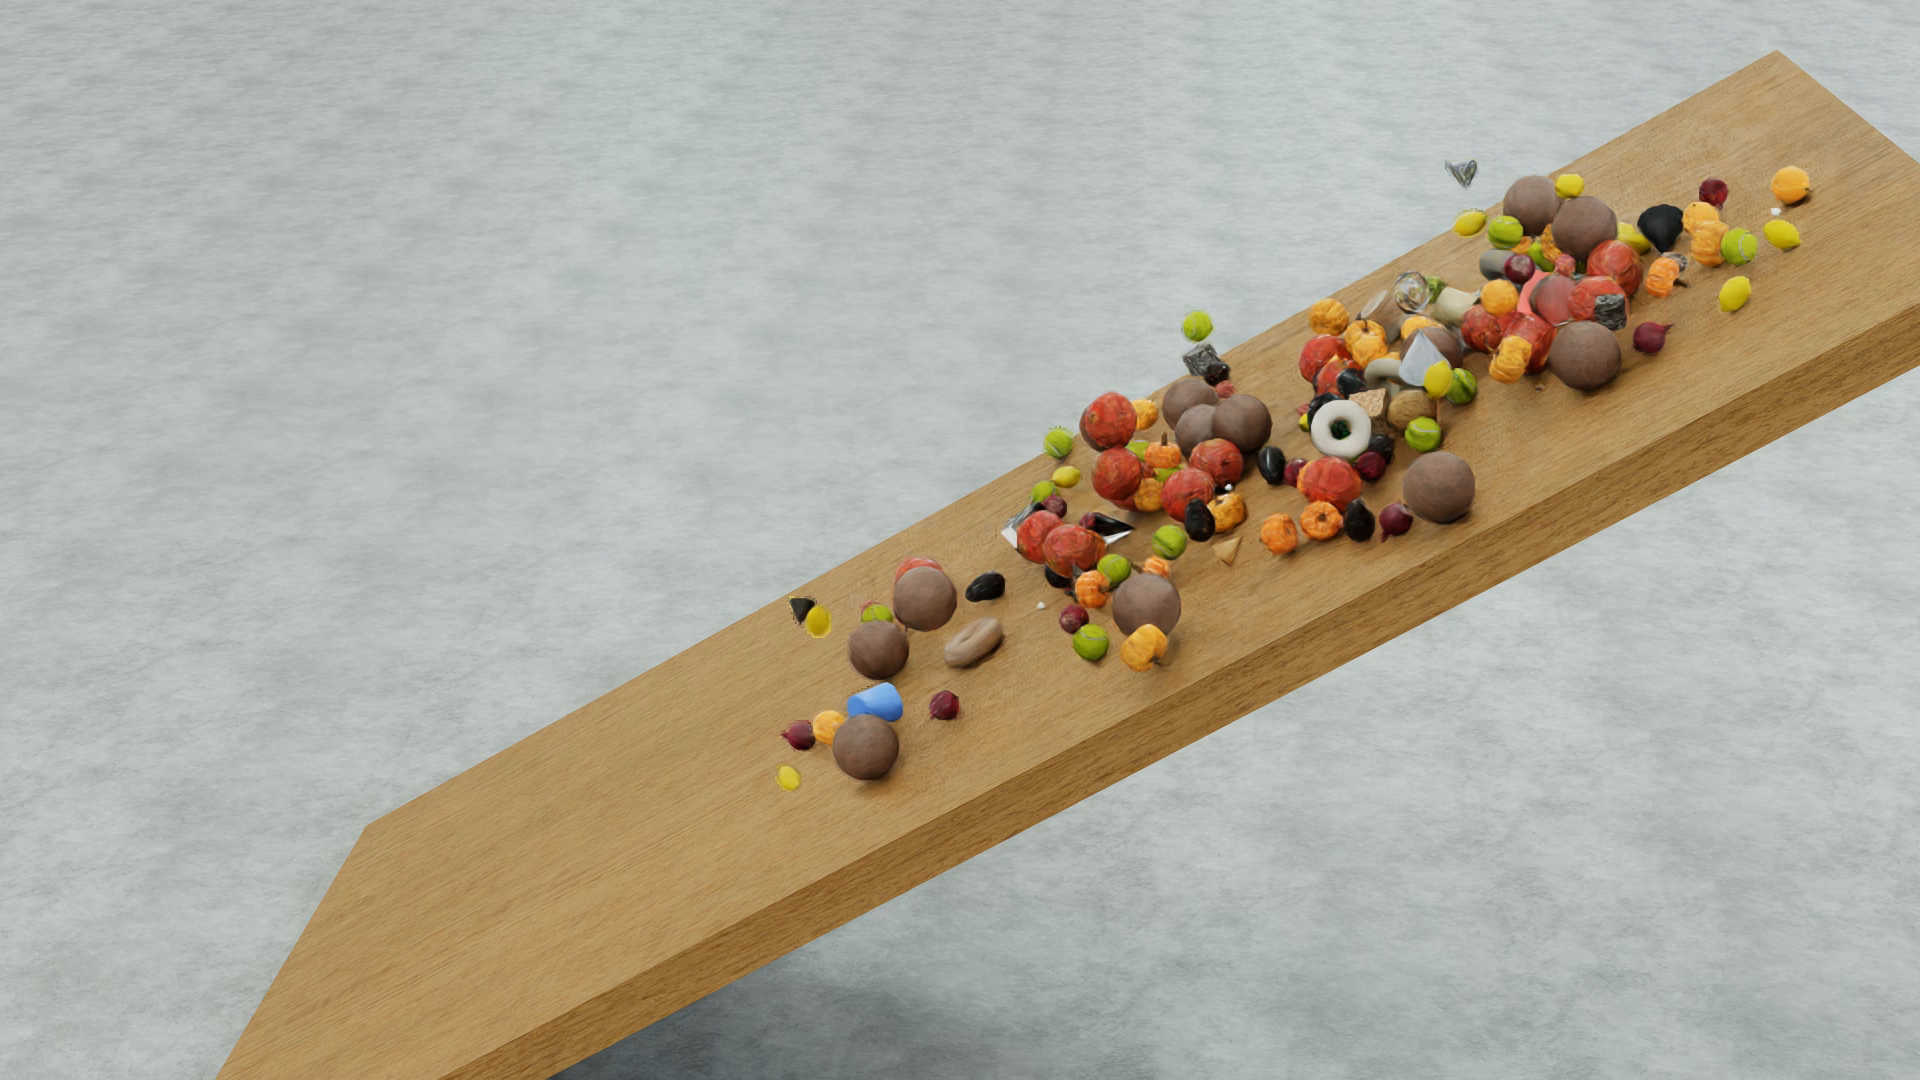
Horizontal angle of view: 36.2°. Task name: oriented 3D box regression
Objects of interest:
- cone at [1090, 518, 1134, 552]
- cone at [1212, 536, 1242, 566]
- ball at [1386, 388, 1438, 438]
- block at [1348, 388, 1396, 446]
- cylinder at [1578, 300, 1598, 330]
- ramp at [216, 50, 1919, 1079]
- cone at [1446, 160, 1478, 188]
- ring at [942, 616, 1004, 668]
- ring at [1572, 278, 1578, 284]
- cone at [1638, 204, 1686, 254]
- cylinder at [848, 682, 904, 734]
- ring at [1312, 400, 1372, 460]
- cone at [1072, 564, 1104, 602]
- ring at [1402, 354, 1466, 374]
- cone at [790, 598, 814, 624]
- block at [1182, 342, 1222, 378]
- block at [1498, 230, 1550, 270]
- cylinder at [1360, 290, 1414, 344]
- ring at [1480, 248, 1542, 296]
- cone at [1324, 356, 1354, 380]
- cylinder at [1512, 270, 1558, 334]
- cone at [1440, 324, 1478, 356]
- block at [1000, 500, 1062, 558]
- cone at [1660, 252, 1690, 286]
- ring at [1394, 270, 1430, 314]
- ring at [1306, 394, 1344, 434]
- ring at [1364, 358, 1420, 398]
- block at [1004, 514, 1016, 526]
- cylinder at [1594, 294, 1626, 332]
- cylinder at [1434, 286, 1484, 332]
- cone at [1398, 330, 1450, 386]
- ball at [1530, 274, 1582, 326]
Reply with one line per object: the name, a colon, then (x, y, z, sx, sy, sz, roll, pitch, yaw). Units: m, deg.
cone: (0.331, -0.022, 6.245, 0.088, 0.088, 0.088, -21, 21, -2)
cone: (0.526, 0.012, 5.674, 0.056, 0.056, 0.056, 40, 17, -15)
ball: (0.882, -0.247, 5.740, 0.098, 0.098, 0.098, 0, 19, 0)
block: (0.817, -0.242, 5.826, 0.076, 0.076, 0.076, -11, 43, 28)
cylinder: (1.232, -0.435, 5.687, 0.055, 0.055, 0.055, 11, 10, 30)
ramp: (0.142, 0.168, 6.286, 4.000, 0.100, 2.000, -29, 15, 12)
cone: (1.061, -0.793, 6.278, 0.061, 0.061, 0.061, 29, 32, 29)
ring: (0.028, 0.212, 6.076, 0.144, 0.048, 0.144, -33, 13, 9)
ring: (1.210, -0.503, 5.946, 0.082, 0.027, 0.082, -24, -7, -3)
cone: (1.416, -0.605, 5.921, 0.098, 0.098, 0.098, 2, 50, 7)
cylinder: (-0.170, 0.336, 5.899, 0.080, 0.080, 0.080, -21, 27, -33)
ring: (0.728, -0.210, 5.615, 0.118, 0.118, 0.039, -2, 5, -5)
cone: (0.247, 0.077, 6.030, 0.070, 0.070, 0.070, -30, 15, 9)
ring: (0.979, -0.361, 6.068, 0.143, 0.048, 0.143, -4, 13, 1)
cone: (-0.377, 0.177, 6.982, 0.061, 0.061, 0.061, 2, 62, 6)
block: (0.579, -0.431, 7.044, 0.058, 0.058, 0.058, -37, 15, -18)
block: (1.203, -0.605, 6.293, 0.074, 0.074, 0.074, -33, 19, 5)
cylinder: (0.932, -0.488, 6.414, 0.084, 0.084, 0.084, 40, 16, -11)
ring: (1.123, -0.542, 5.977, 0.146, 0.049, 0.146, 28, -8, 4)
cone: (0.805, -0.353, 6.189, 0.056, 0.056, 0.056, 21, 15, -12)
cylinder: (1.154, -0.472, 5.829, 0.093, 0.093, 0.093, 23, -8, 3)
cone: (1.008, -0.386, 6.057, 0.085, 0.085, 0.085, 26, 27, -15)
block: (0.157, -0.023, 6.478, 0.081, 0.081, 0.081, -45, 8, -25)
cone: (1.377, -0.517, 5.701, 0.058, 0.058, 0.058, 8, 36, -6)
ring: (0.961, -0.526, 6.255, 0.094, 0.094, 0.031, -15, 6, -37)
ring: (0.750, -0.234, 5.917, 0.042, 0.127, 0.127, -26, 30, -32)
ring: (0.862, -0.316, 5.861, 0.120, 0.120, 0.040, 12, 56, 31)
block: (0.140, -0.026, 6.618, 0.056, 0.056, 0.056, -26, 16, 21)
cylinder: (1.208, -0.423, 5.460, 0.054, 0.054, 0.054, -10, 23, 4)
cylinder: (1.021, -0.473, 6.025, 0.074, 0.074, 0.074, 22, 27, 28)
cone: (0.887, -0.366, 5.646, 0.100, 0.100, 0.100, -9, 43, 8)
ball: (1.157, -0.466, 5.712, 0.100, 0.100, 0.100, 0, 19, 0)
